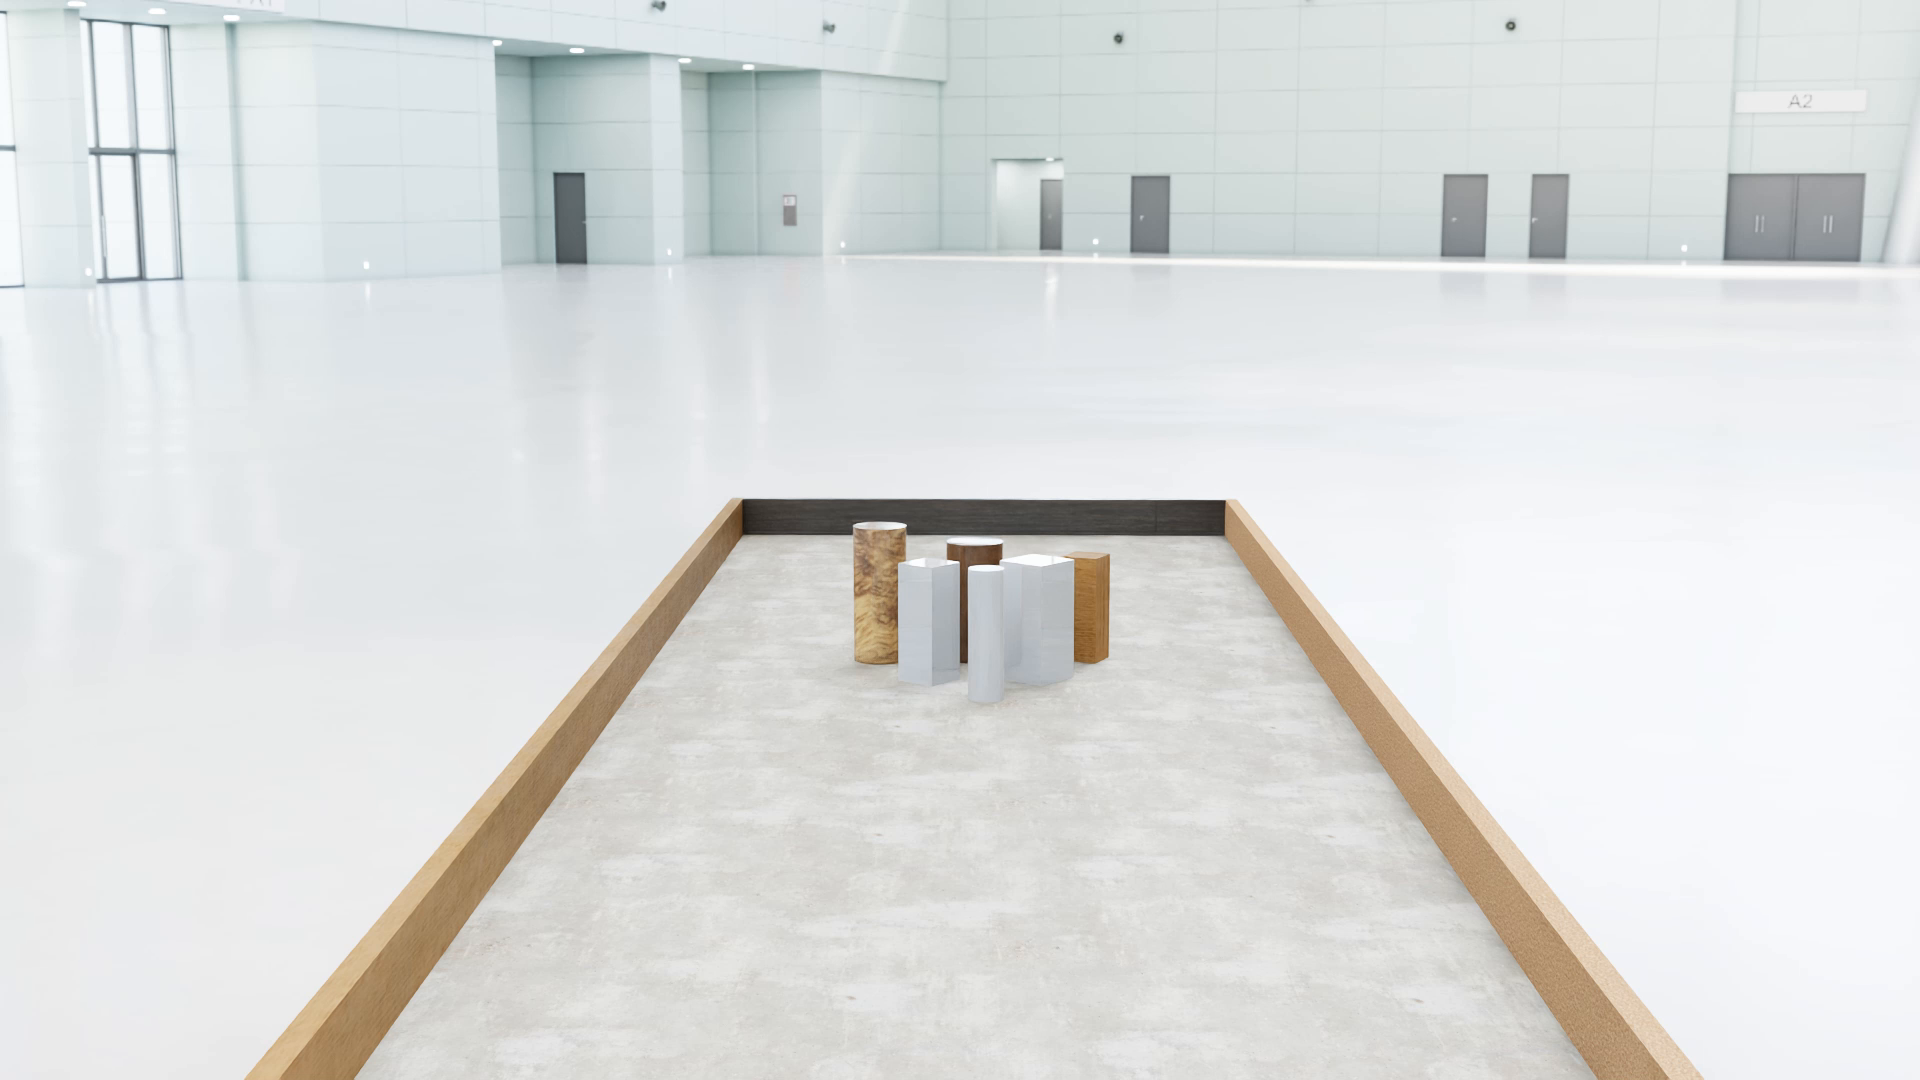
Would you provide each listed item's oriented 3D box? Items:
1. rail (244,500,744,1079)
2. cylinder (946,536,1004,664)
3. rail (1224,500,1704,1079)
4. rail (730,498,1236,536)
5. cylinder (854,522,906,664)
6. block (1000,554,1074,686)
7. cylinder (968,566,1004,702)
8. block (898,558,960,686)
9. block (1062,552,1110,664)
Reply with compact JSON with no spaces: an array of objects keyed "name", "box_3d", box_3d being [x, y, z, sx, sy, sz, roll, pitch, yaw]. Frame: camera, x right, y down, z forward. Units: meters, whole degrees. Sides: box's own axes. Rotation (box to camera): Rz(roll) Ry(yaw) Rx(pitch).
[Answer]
[{"name":"rail","box_3d":[-1.004,0.839,3.234,0.050,0.150,12.000,0,9,1]},{"name":"cylinder","box_3d":[0.045,0.182,6.708,0.174,0.360,0.174,0,9,0]},{"name":"rail","box_3d":[1.046,0.843,3.208,0.050,0.150,12.000,0,9,1]},{"name":"rail","box_3d":[0.099,-0.098,9.147,2.100,0.150,0.050,0,9,1]},{"name":"cylinder","box_3d":[-0.243,0.160,6.683,0.162,0.412,0.162,0,9,0]},{"name":"block","box_3d":[0.224,0.232,6.426,0.155,0.351,0.155,8,12,40]},{"name":"cylinder","box_3d":[0.073,0.262,6.163,0.102,0.373,0.102,0,9,0]},{"name":"block","box_3d":[-0.090,0.237,6.403,0.127,0.347,0.127,7,12,39]},{"name":"block","box_3d":[0.383,0.204,6.695,0.111,0.321,0.111,4,10,25]}]
